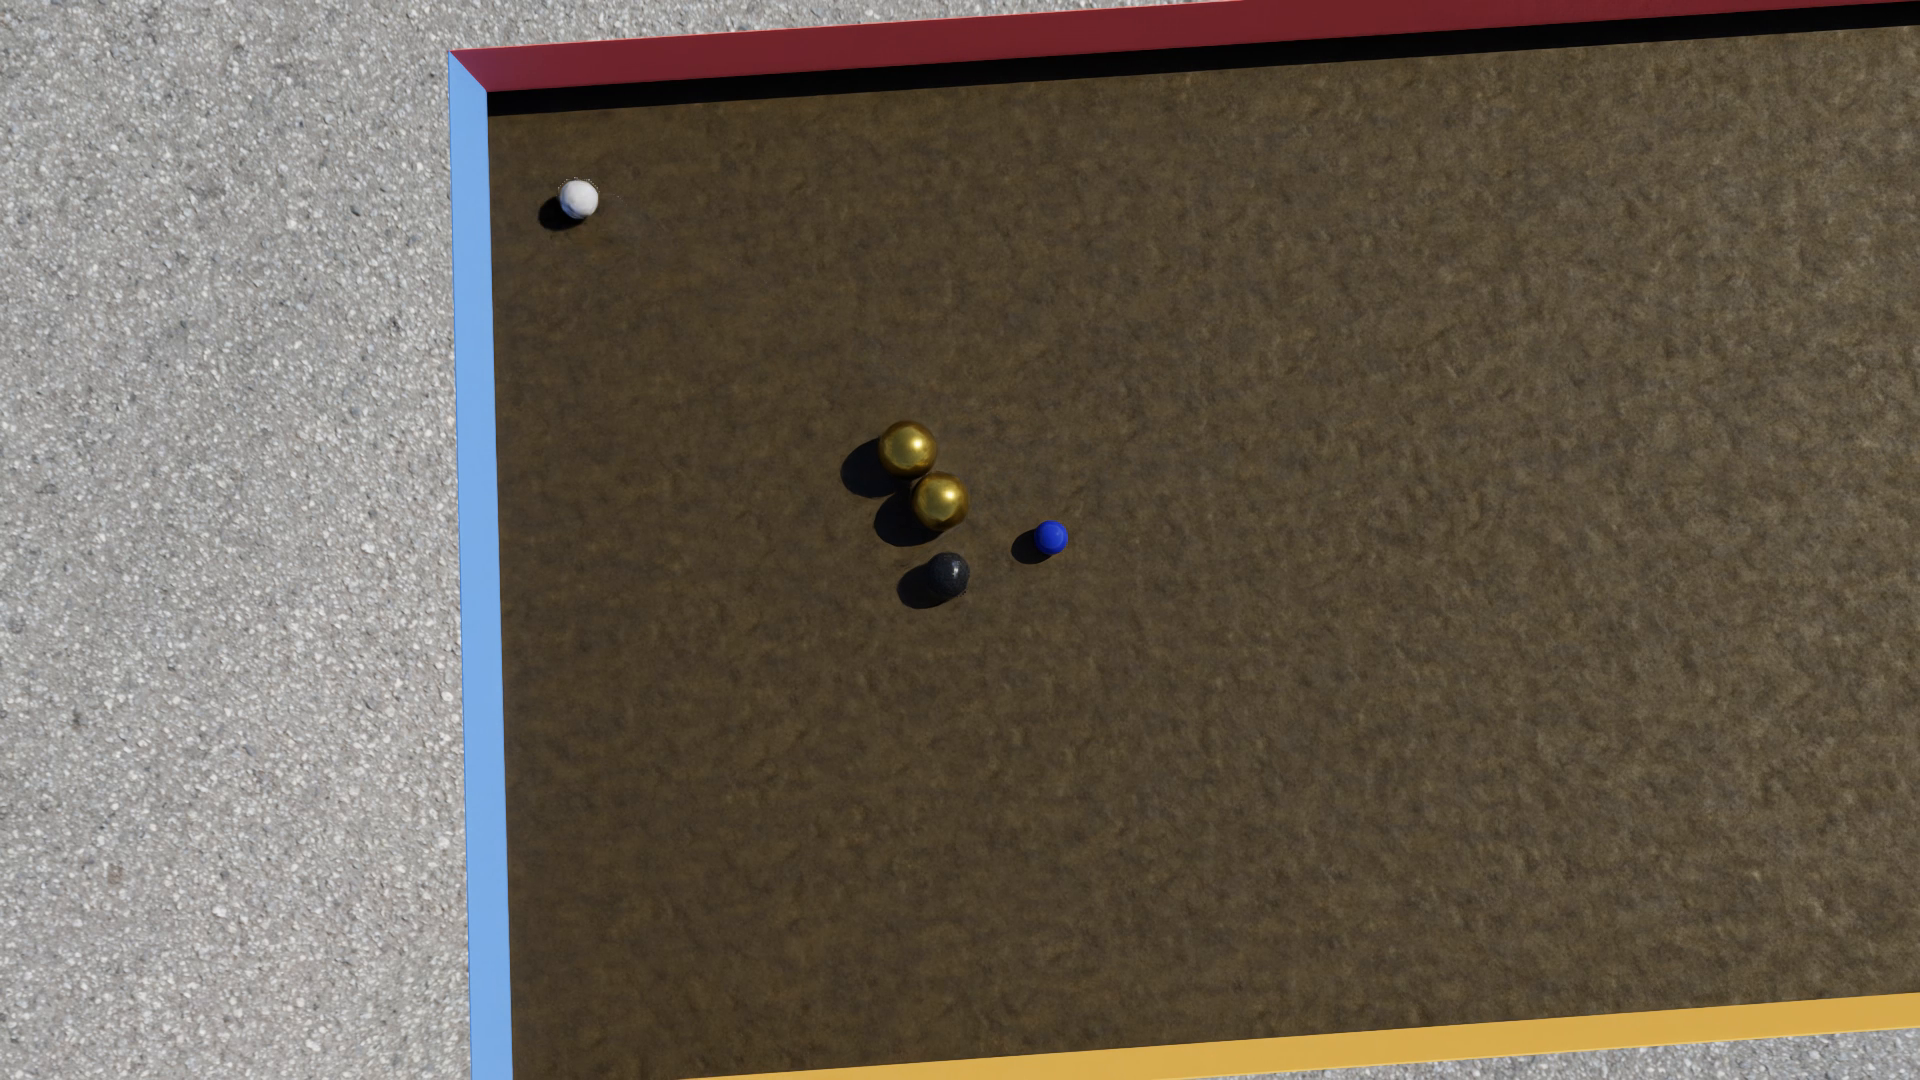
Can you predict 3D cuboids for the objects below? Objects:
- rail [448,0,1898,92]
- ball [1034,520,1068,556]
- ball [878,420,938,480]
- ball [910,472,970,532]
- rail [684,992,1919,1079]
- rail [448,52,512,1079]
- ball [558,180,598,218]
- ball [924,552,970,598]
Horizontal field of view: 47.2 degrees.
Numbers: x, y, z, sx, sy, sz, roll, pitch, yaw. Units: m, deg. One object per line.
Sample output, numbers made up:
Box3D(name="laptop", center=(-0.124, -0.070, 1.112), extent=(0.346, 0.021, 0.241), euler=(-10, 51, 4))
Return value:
Box3D(name="rail", center=(0.678, -0.815, 3.445), extent=(2.932, 0.118, 0.045), euler=(-4, 78, -1))
Box3D(name="ball", center=(0.137, -0.004, 3.312), extent=(0.053, 0.053, 0.053), euler=(0, 78, 0))
Box3D(name="ball", center=(-0.079, -0.135, 3.319), extent=(0.091, 0.091, 0.091), euler=(0, 78, 0))
Box3D(name="ball", center=(-0.030, -0.058, 3.304), extent=(0.089, 0.089, 0.089), euler=(0, 78, 0))
Box3D(name="rail", center=(0.784, 0.708, 3.130), extent=(2.932, 0.118, 0.045), euler=(-4, 78, -1))
Box3D(name="rail", center=(-0.708, 0.043, 3.268), extent=(0.045, 0.118, 1.606), euler=(-4, 78, -1))
Box3D(name="ball", center=(-0.593, -0.529, 3.417), extent=(0.060, 0.060, 0.060), euler=(0, 78, 0))
Box3D(name="ball", center=(-0.018, 0.052, 3.292), extent=(0.069, 0.069, 0.069), euler=(0, 78, 0))
